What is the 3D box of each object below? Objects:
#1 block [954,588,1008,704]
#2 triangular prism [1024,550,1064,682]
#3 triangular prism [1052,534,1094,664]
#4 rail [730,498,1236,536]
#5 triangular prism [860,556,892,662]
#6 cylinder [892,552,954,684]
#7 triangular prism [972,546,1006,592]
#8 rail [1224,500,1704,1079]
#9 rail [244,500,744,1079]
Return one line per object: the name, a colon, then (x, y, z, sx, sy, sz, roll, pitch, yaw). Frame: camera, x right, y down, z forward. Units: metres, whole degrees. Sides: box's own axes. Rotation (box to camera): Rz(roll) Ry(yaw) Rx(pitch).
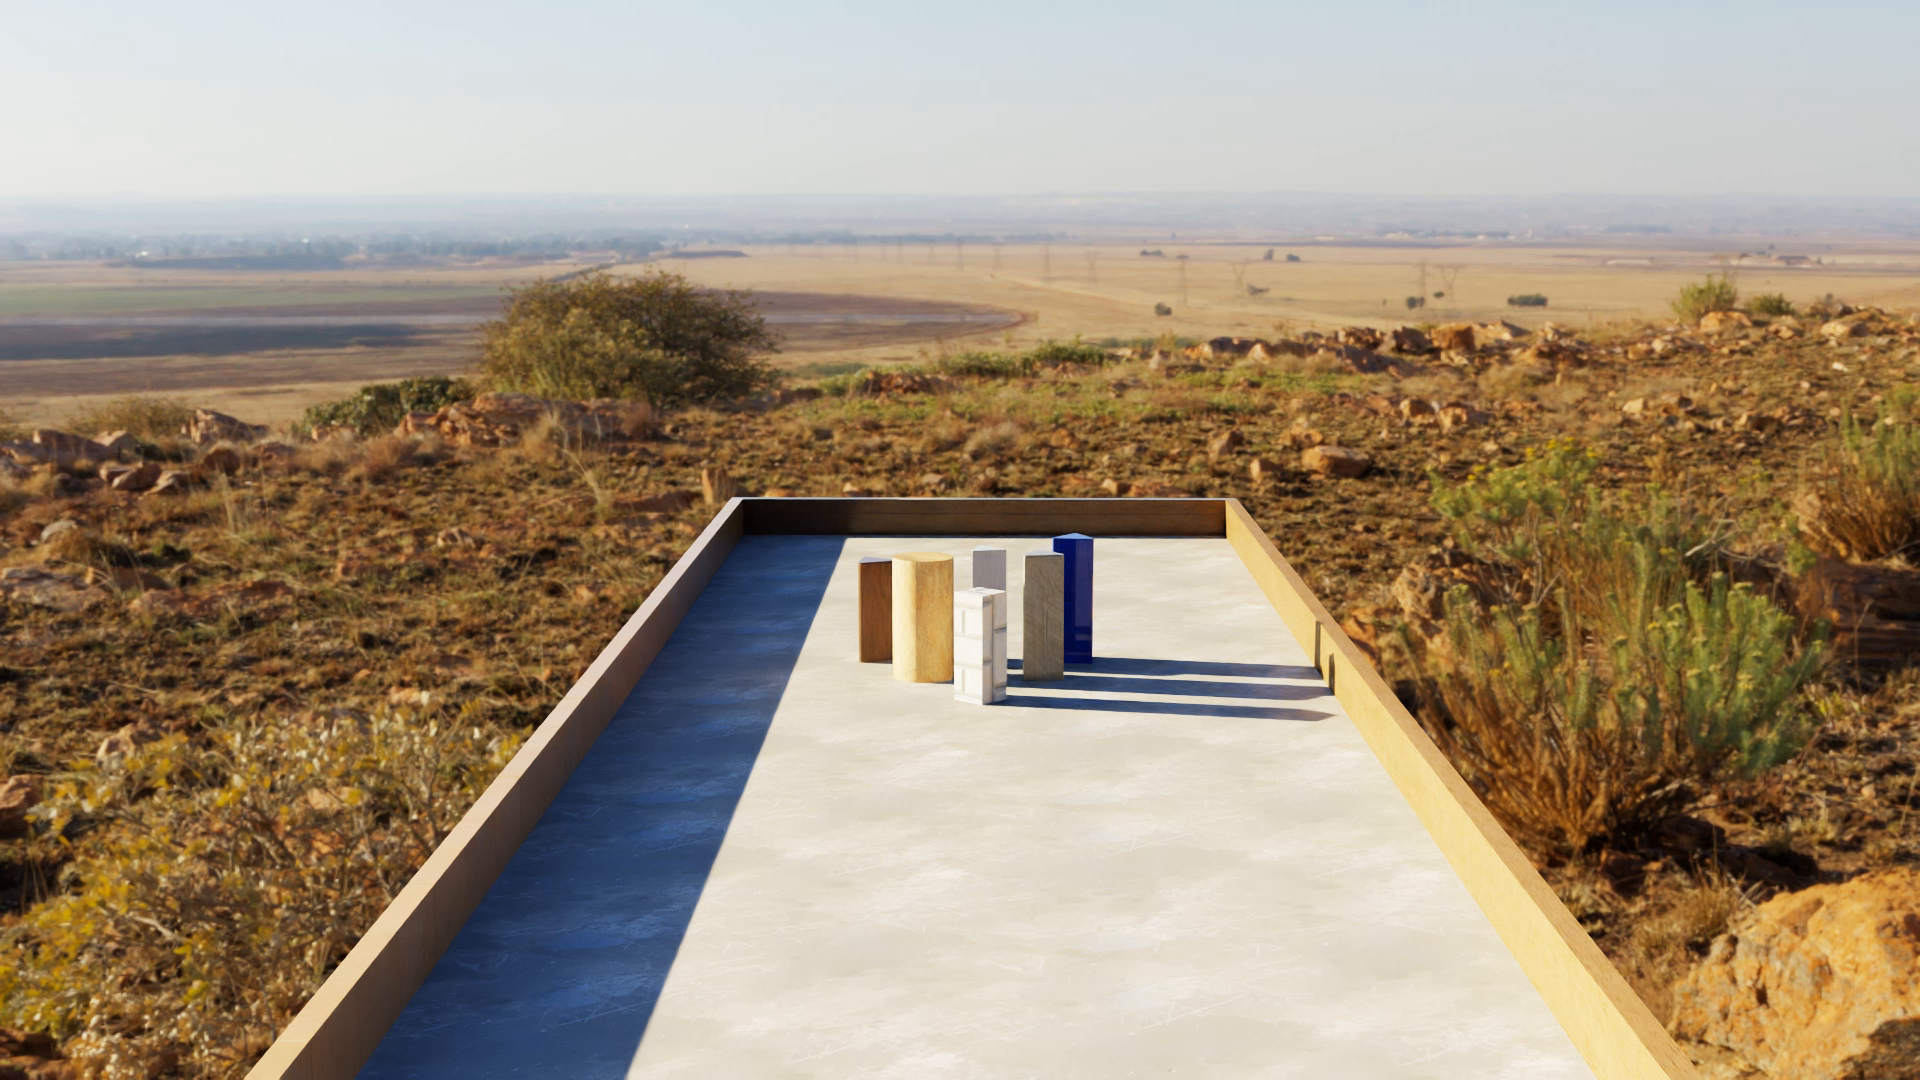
block: (0.058, 0.296, 6.160, 0.104, 0.307, 0.104, 8, 12, 42)
triangular prism: (0.236, 0.219, 6.436, 0.119, 0.373, 0.103, -1, 9, -8)
triangular prism: (0.346, 0.175, 6.681, 0.122, 0.382, 0.106, 1, 9, 7)
rail: (0.099, -0.098, 9.147, 2.100, 0.150, 0.050, 0, 9, 1)
triangular prism: (-0.270, 0.209, 6.711, 0.120, 0.307, 0.104, -4, 10, -24)
cylinder: (-0.108, 0.225, 6.448, 0.180, 0.357, 0.180, 0, 9, 0)
triangular prism: (0.075, 0.195, 6.670, 0.108, 0.348, 0.094, -3, 9, -16)
rail: (1.046, 0.843, 3.208, 0.050, 0.150, 12.000, 0, 9, 1)
rail: (-1.004, 0.839, 3.234, 0.050, 0.150, 12.000, 0, 9, 1)
